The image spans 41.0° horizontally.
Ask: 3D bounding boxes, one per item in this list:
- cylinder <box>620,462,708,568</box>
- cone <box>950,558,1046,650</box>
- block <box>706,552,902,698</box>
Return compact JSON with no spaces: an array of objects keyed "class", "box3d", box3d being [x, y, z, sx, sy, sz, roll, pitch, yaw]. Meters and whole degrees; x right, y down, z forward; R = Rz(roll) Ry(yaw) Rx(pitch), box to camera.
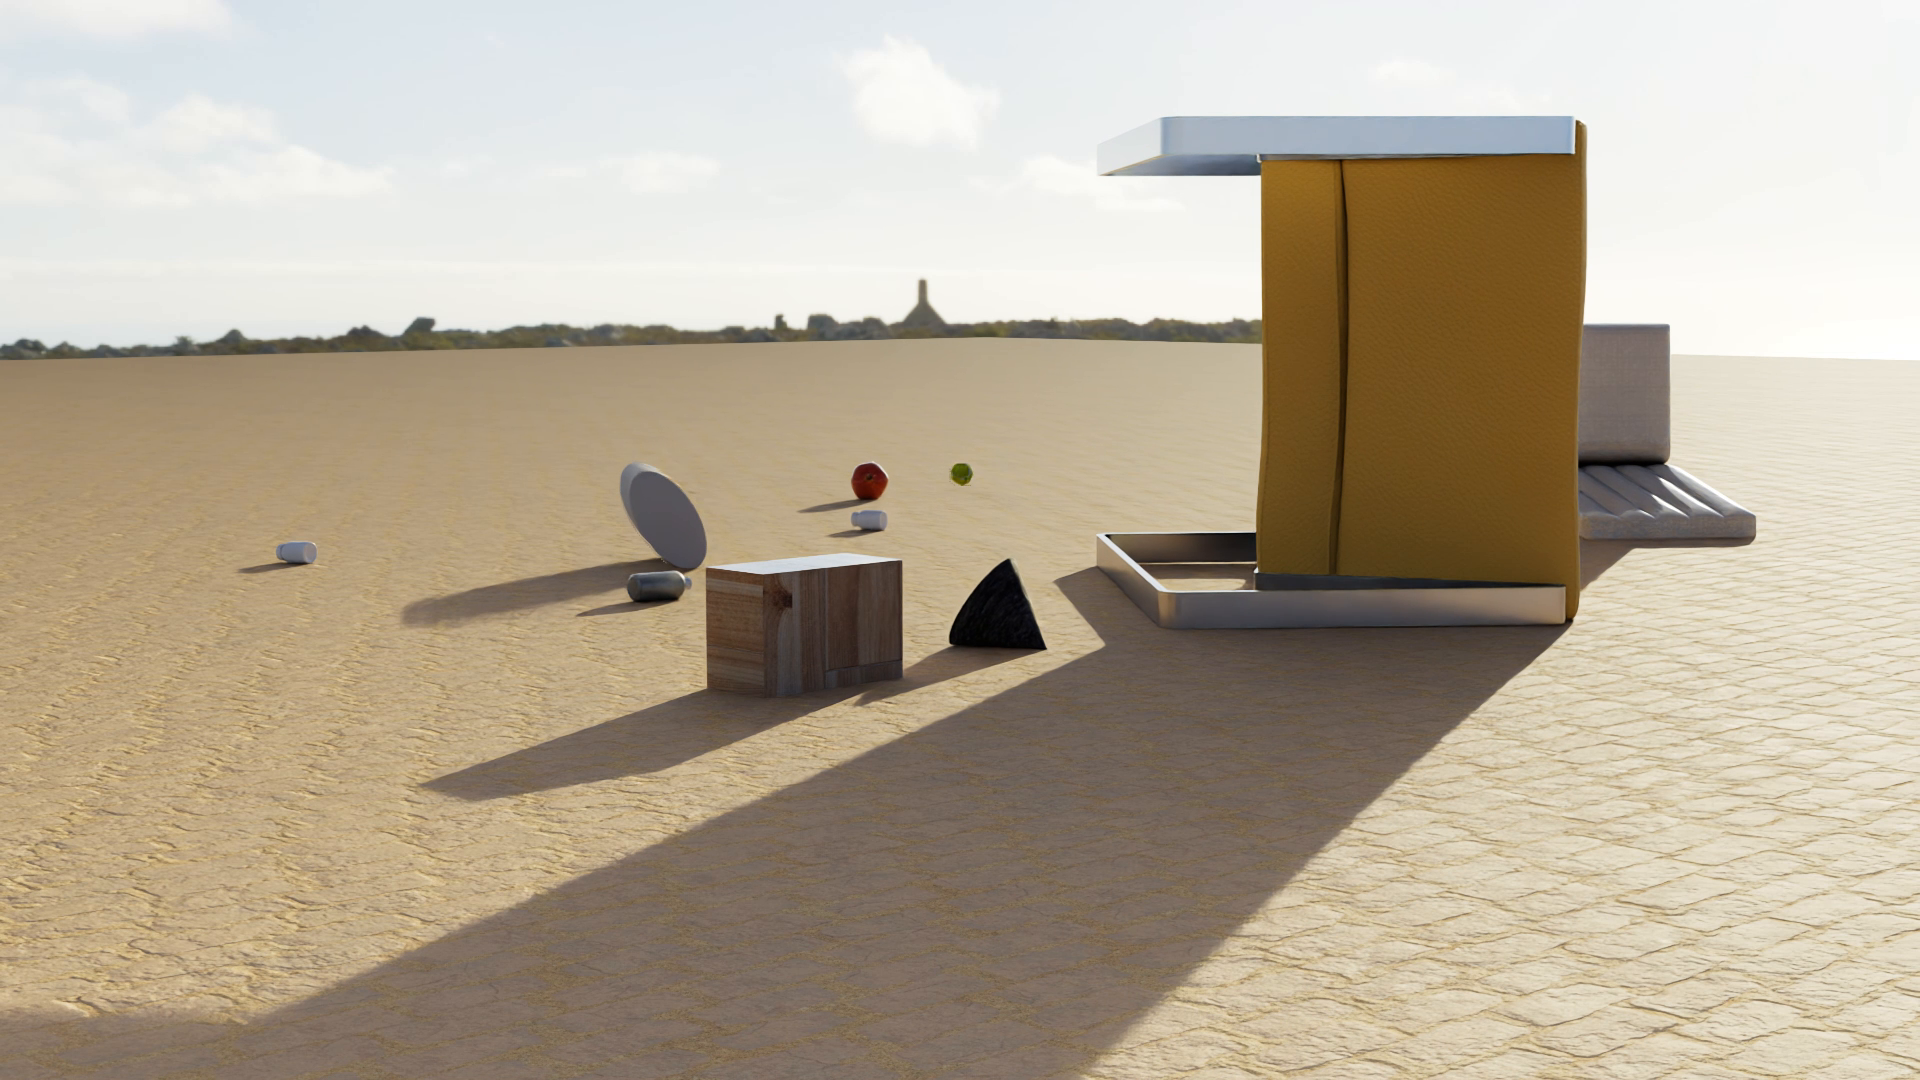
[{"class":"cylinder","box3d":[-0.683,-0.059,5.895,0.131,0.250,0.279,-33,11,-7]},{"class":"cone","box3d":[0.097,0.151,4.554,0.149,0.190,0.170,37,2,18]},{"class":"block","box3d":[-0.250,0.135,4.152,0.298,0.195,0.141,-6,8,-44]}]
